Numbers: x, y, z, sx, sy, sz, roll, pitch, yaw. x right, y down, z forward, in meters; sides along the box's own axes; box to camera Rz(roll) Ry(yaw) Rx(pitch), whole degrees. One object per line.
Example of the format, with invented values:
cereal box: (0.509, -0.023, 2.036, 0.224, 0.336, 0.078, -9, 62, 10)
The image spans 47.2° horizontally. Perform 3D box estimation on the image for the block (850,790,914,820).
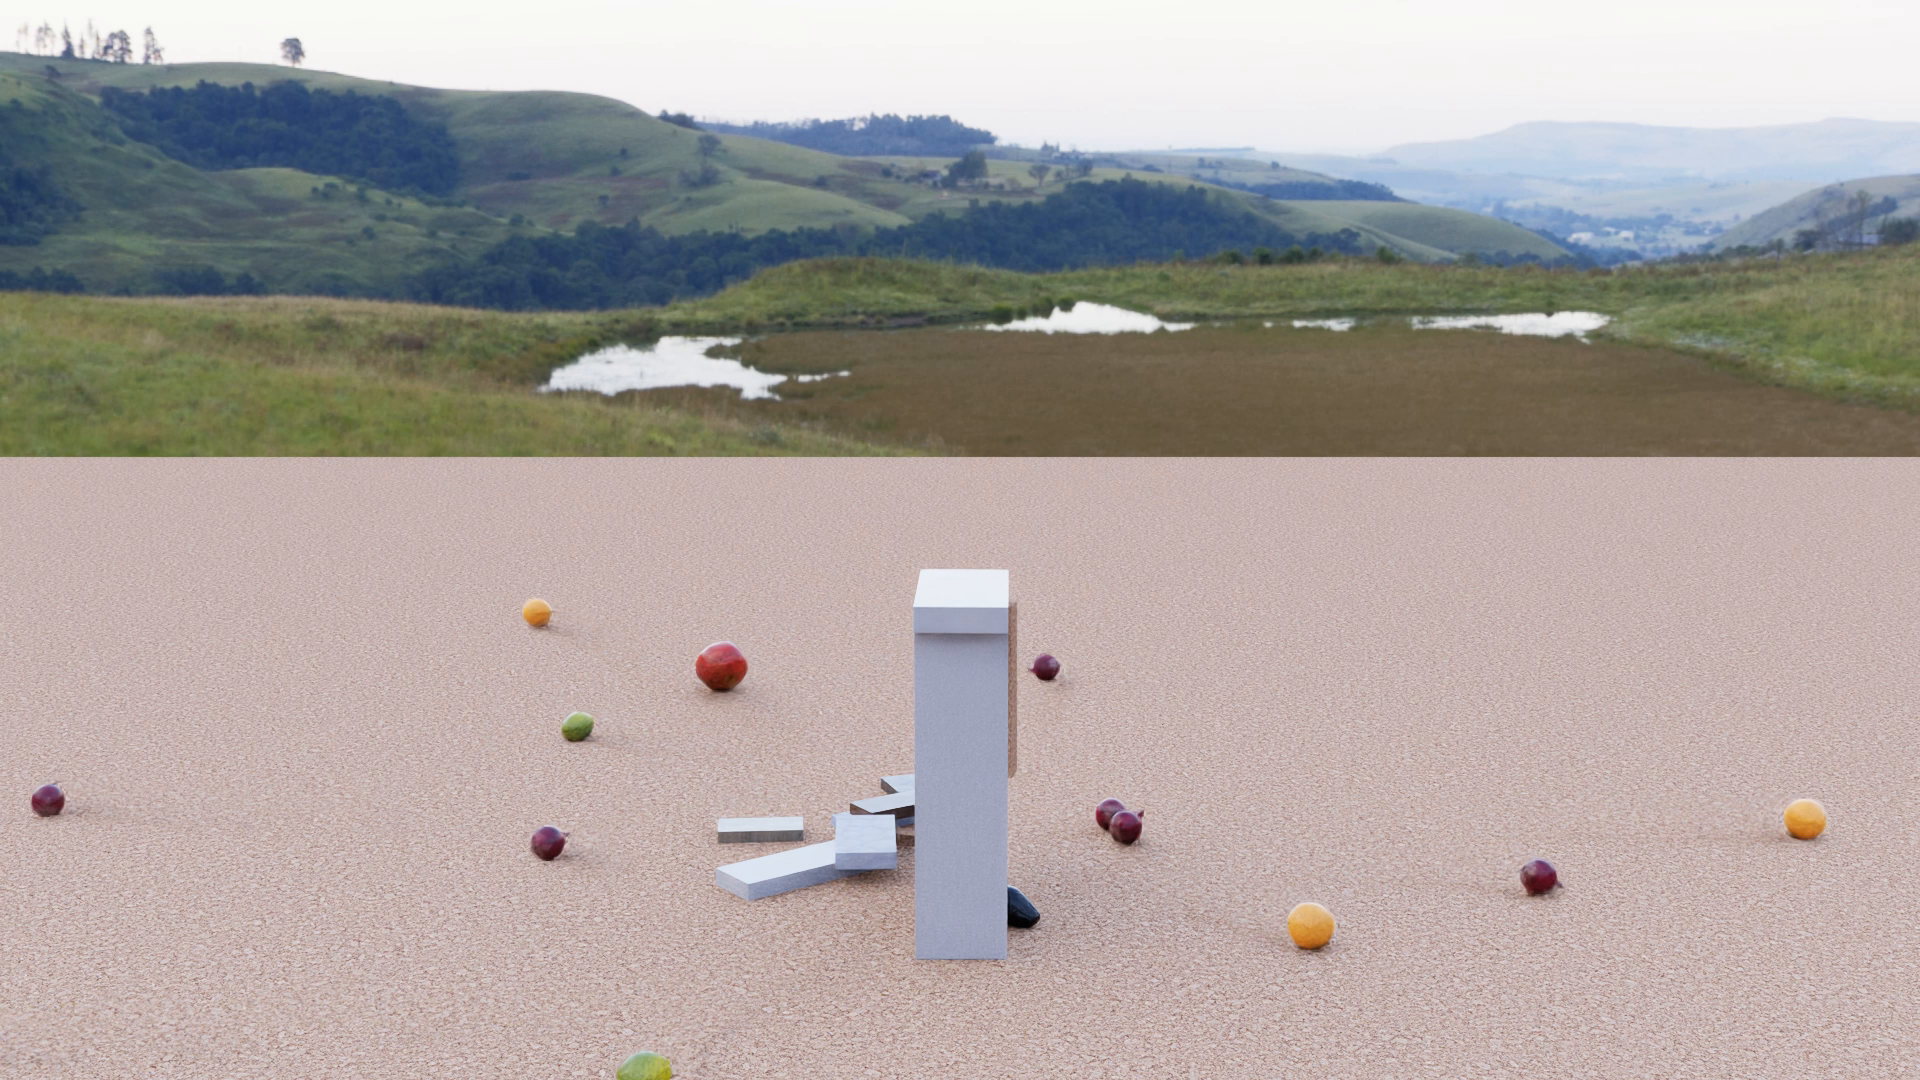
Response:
block: (-0.114, 0.481, 3.976, 0.152, 0.022, 0.076, -7, 13, -33)

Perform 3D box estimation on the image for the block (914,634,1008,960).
block: (0.002, 0.385, 3.353, 0.141, 0.517, 0.040, 0, 10, 0)

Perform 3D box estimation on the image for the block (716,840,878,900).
block: (-0.270, 0.559, 3.755, 0.280, 0.029, 0.103, -8, 13, -37)

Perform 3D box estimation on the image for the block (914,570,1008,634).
block: (0.004, 0.093, 3.400, 0.141, 0.040, 0.282, 0, 11, 1)

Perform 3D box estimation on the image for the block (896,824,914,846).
block: (-0.102, 0.527, 3.952, 0.141, 0.020, 0.071, 4, 11, 18)

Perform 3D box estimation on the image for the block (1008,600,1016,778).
block: (0.018, 0.235, 3.516, 0.141, 0.282, 0.040, 3, 12, 14)

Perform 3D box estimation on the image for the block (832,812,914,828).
block: (-0.154, 0.503, 3.972, 0.141, 0.020, 0.071, -7, 13, -33)

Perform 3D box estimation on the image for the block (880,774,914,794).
block: (-0.063, 0.494, 4.126, 0.076, 0.022, 0.313, -4, 11, -20)

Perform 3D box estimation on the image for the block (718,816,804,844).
block: (-0.359, 0.523, 3.969, 0.152, 0.022, 0.076, -1, 11, -4)

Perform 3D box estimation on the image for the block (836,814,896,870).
block: (-0.163, 0.521, 3.801, 0.103, 0.029, 0.206, 0, 11, -3)
